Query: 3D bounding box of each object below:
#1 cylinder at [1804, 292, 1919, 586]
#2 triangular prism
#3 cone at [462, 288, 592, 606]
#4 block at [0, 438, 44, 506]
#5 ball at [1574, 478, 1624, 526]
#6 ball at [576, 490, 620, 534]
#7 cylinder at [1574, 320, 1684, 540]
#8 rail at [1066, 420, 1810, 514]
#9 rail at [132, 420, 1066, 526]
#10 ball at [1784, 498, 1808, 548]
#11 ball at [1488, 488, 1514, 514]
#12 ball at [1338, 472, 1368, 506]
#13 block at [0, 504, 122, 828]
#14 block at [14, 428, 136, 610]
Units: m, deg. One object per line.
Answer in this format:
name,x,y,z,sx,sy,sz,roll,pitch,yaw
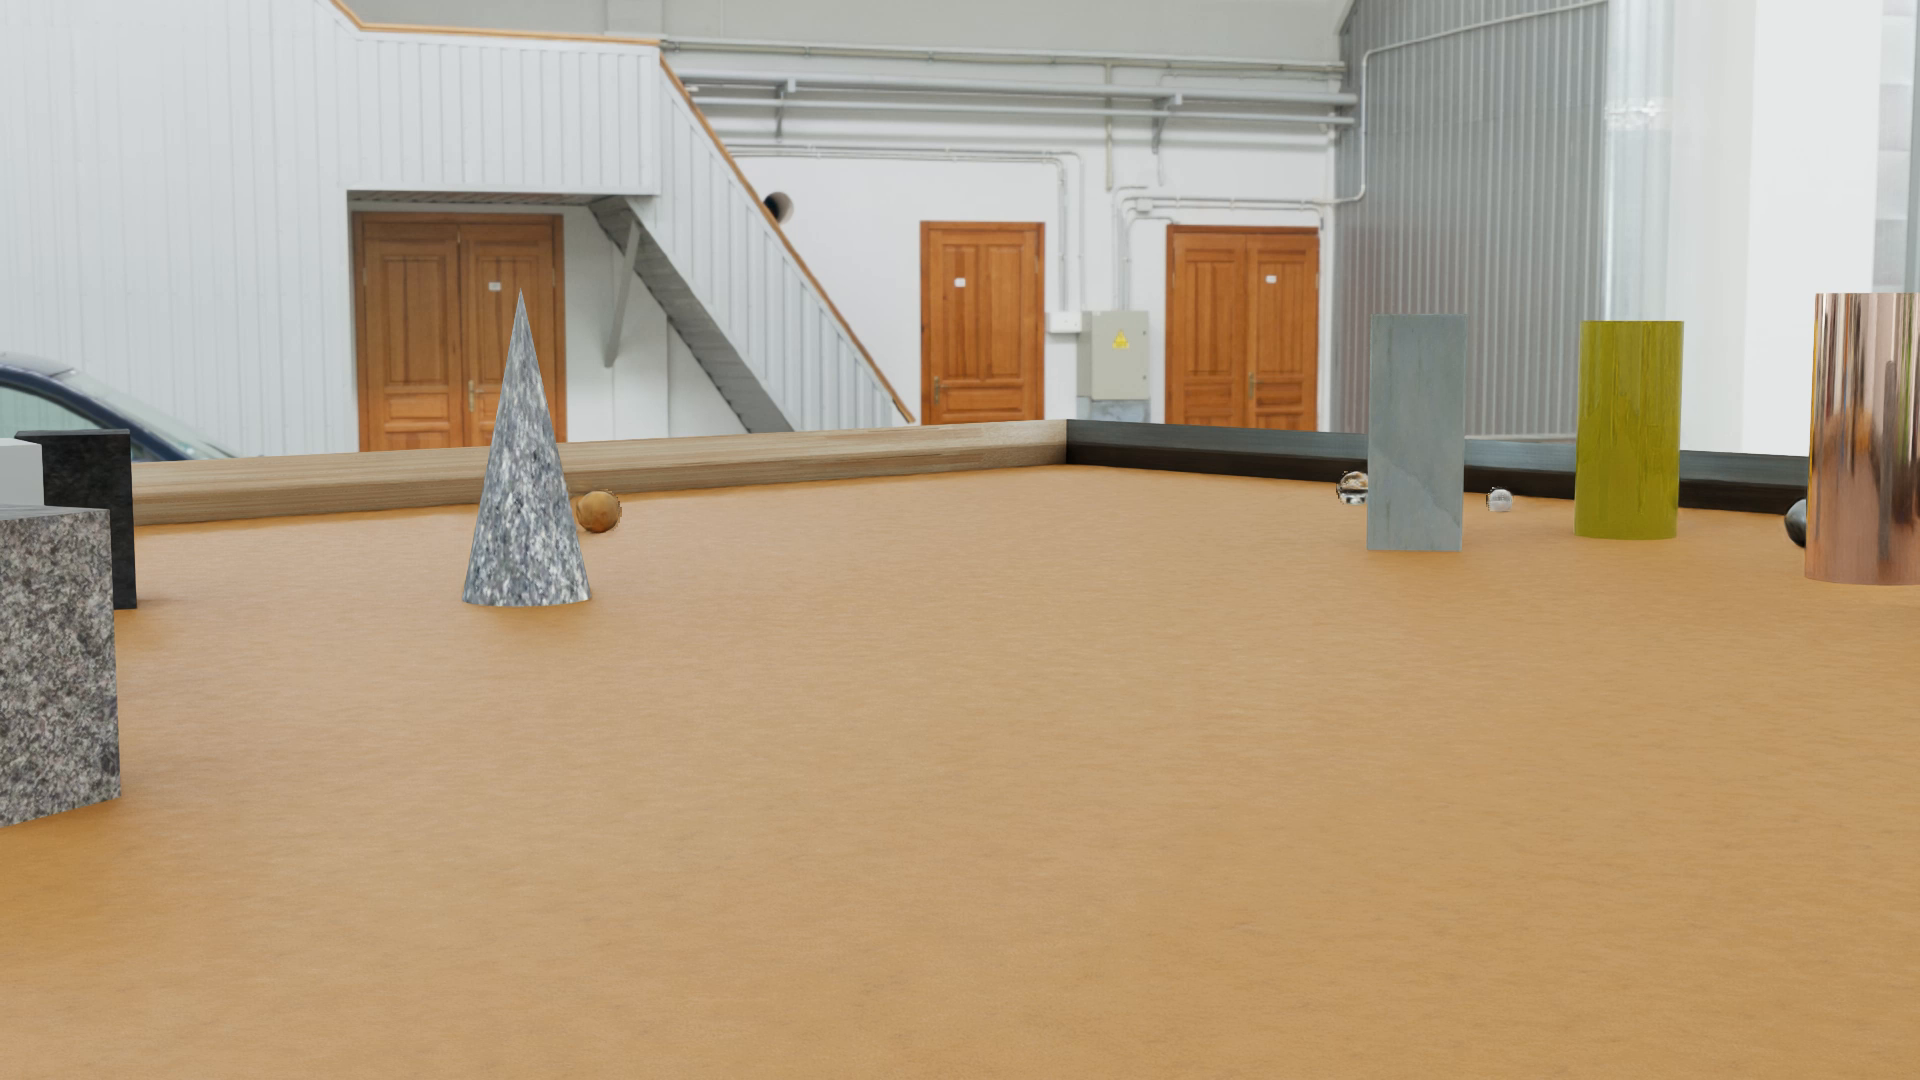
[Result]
cylinder,1.514,-0.171,3.643,0.198,0.473,0.198,0,6,0
triangular prism,0.856,-0.206,4.148,0.171,0.438,0.148,1,6,8
cone,-0.673,-0.149,3.393,0.198,0.481,0.198,0,6,0
block,-1.123,0.041,2.460,0.158,0.297,0.158,-4,7,-35
ball,1.323,-0.078,4.557,0.099,0.099,0.099,0,6,0
ball,-0.725,-0.056,4.405,0.085,0.085,0.085,0,6,0
cylinder,1.324,-0.221,4.357,0.198,0.425,0.198,0,6,0
rail,1.699,-0.129,4.891,0.045,0.129,4.146,-5,8,-42
rail,-1.390,-0.123,4.830,4.670,0.129,0.045,-5,8,-42
ball,1.598,-0.032,4.125,0.096,0.096,0.096,0,6,0
ball,1.193,-0.086,4.852,0.053,0.053,0.053,0,6,0
ball,0.904,-0.116,5.014,0.079,0.079,0.079,0,6,0
block,-0.876,0.108,1.969,0.158,0.265,0.158,3,7,26
block,-1.335,-0.032,3.325,0.158,0.262,0.158,-2,6,-21
